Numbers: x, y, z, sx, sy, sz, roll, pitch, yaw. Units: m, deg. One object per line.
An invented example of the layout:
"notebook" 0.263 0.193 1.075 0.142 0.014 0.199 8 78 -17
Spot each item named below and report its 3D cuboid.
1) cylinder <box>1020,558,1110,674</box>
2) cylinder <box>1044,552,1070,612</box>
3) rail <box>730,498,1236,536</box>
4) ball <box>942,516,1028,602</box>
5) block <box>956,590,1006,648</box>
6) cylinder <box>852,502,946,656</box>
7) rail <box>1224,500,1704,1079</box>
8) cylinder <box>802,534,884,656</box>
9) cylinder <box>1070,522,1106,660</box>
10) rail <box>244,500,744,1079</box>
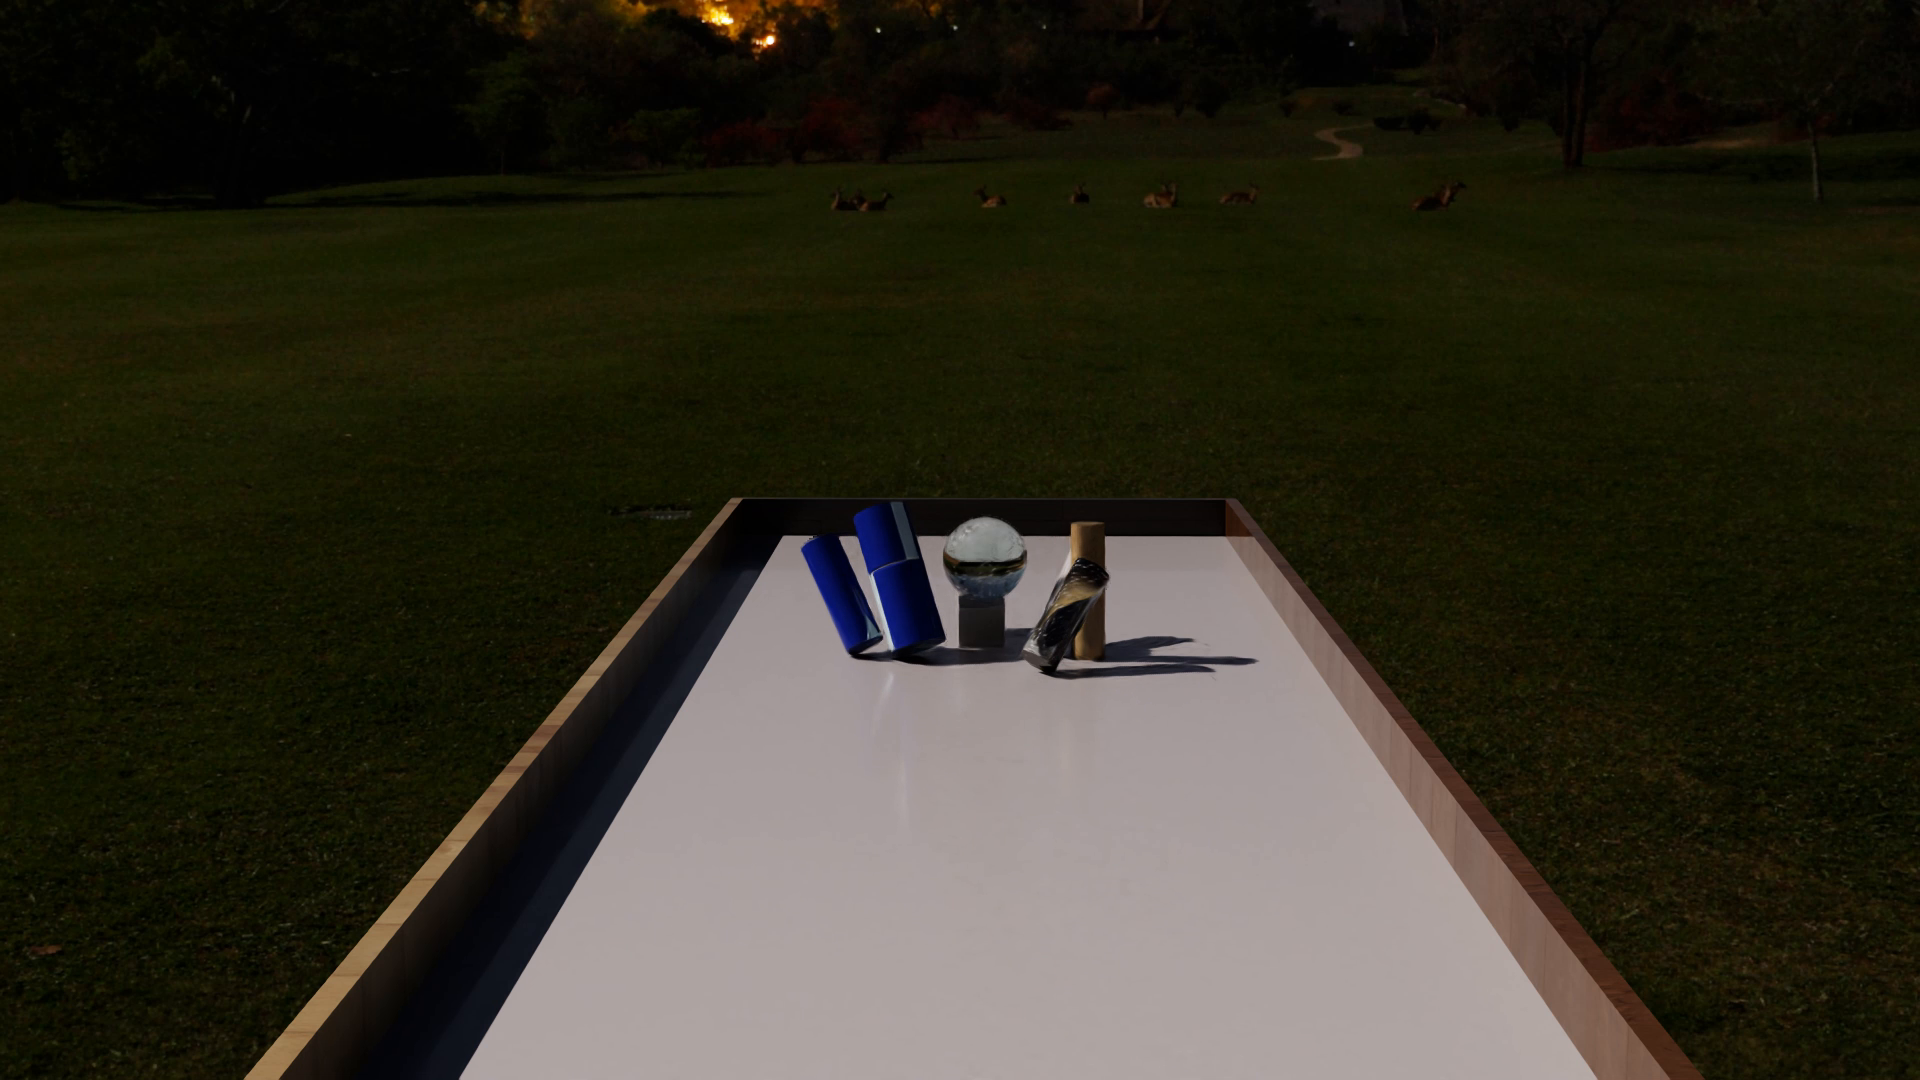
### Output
"cylinder" 0.314 0.225 6.543 0.116 0.339 0.116 28 -20 11
"cylinder" 0.343 0.180 6.894 0.114 0.114 0.389 3 40 20
"rail" 0.099 -0.098 9.147 2.100 0.150 0.050 0 9 1
"ball" 0.077 0.059 6.830 0.264 0.264 0.264 0 9 0
"block" 0.062 0.199 7.001 0.143 0.143 0.318 0 28 -2
"cylinder" -0.187 0.119 6.750 0.175 0.441 0.175 -16 -13 -4
"rail" 1.046 0.843 3.208 0.050 0.150 12.000 0 9 1
"cylinder" -0.363 0.167 6.788 0.122 0.360 0.122 -23 -16 -7
"cylinder" 0.391 0.154 6.712 0.104 0.411 0.104 -1 7 0
"rail" -1.004 0.839 3.234 0.050 0.150 12.000 0 9 1
